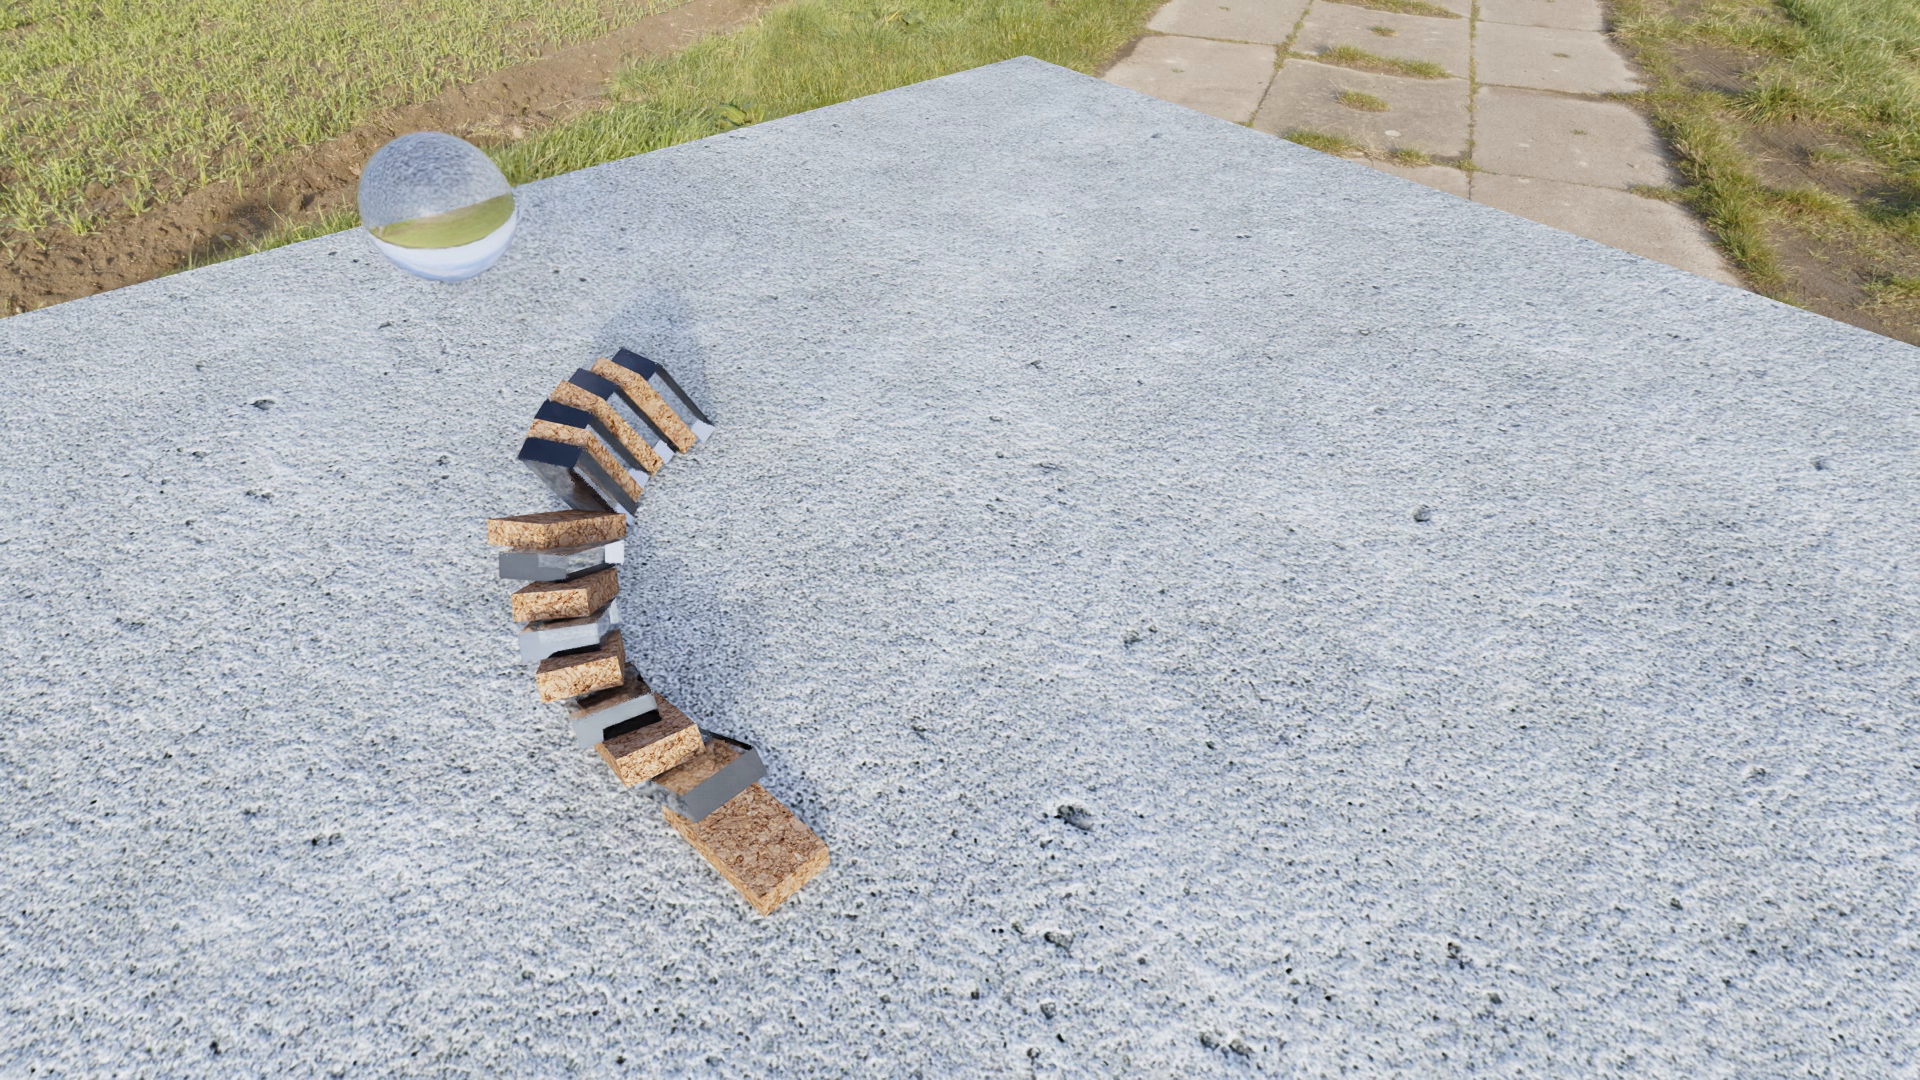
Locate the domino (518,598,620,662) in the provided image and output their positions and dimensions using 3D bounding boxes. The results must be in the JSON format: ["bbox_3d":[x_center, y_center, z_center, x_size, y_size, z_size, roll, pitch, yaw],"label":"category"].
[{"bbox_3d":[-0.136,0.031,0.386,0.025,0.010,0.050,-8,8,-9],"label":"domino"}]

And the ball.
[{"bbox_3d":[-0.290,-0.185,0.613,0.080,0.080,0.080,0,39,0],"label":"ball"}]

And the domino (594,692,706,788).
[{"bbox_3d":[-0.101,0.062,0.349,0.025,0.009,0.050,-23,15,-25],"label":"domino"}]

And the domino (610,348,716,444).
[{"bbox_3d":[-0.132,-0.064,0.490,0.025,0.050,0.009,25,73,27],"label":"domino"}]

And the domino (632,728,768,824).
[{"bbox_3d":[-0.082,0.071,0.338,0.025,0.009,0.050,-33,19,-32],"label":"domino"}]

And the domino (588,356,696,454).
[{"bbox_3d":[-0.139,-0.059,0.484,0.025,0.050,0.009,25,73,27],"label":"domino"}]

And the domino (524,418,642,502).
[{"bbox_3d":[-0.153,-0.031,0.450,0.025,0.050,0.010,13,68,15],"label":"domino"}]

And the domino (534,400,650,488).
[{"bbox_3d":[-0.153,-0.039,0.460,0.025,0.050,0.010,17,70,20],"label":"domino"}]

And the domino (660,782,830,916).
[{"bbox_3d":[-0.066,0.089,0.335,0.050,0.010,0.025,31,49,32],"label":"domino"}]

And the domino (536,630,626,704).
[{"bbox_3d":[-0.127,0.042,0.372,0.025,0.009,0.050,-12,9,-15],"label":"domino"}]

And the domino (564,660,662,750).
[{"bbox_3d":[-0.115,0.053,0.360,0.025,0.010,0.050,-19,13,-21],"label":"domino"}]

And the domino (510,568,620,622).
[{"bbox_3d":[-0.142,0.019,0.400,0.025,0.010,0.050,-4,7,-5],"label":"domino"}]

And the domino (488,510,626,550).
[{"bbox_3d":[-0.155,-0.004,0.427,0.025,0.010,0.050,5,7,18],"label":"domino"}]

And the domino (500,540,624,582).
[{"bbox_3d":[-0.149,0.007,0.415,0.025,0.010,0.050,3,7,6],"label":"domino"}]

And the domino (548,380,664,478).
[{"bbox_3d":[-0.150,-0.047,0.470,0.025,0.050,0.009,25,73,27],"label":"domino"}]

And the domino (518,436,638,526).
[{"bbox_3d":[-0.152,-0.023,0.440,0.025,0.050,0.009,11,68,15],"label":"domino"}]

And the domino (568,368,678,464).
[{"bbox_3d":[-0.146,-0.053,0.478,0.025,0.050,0.010,25,73,27],"label":"domino"}]
